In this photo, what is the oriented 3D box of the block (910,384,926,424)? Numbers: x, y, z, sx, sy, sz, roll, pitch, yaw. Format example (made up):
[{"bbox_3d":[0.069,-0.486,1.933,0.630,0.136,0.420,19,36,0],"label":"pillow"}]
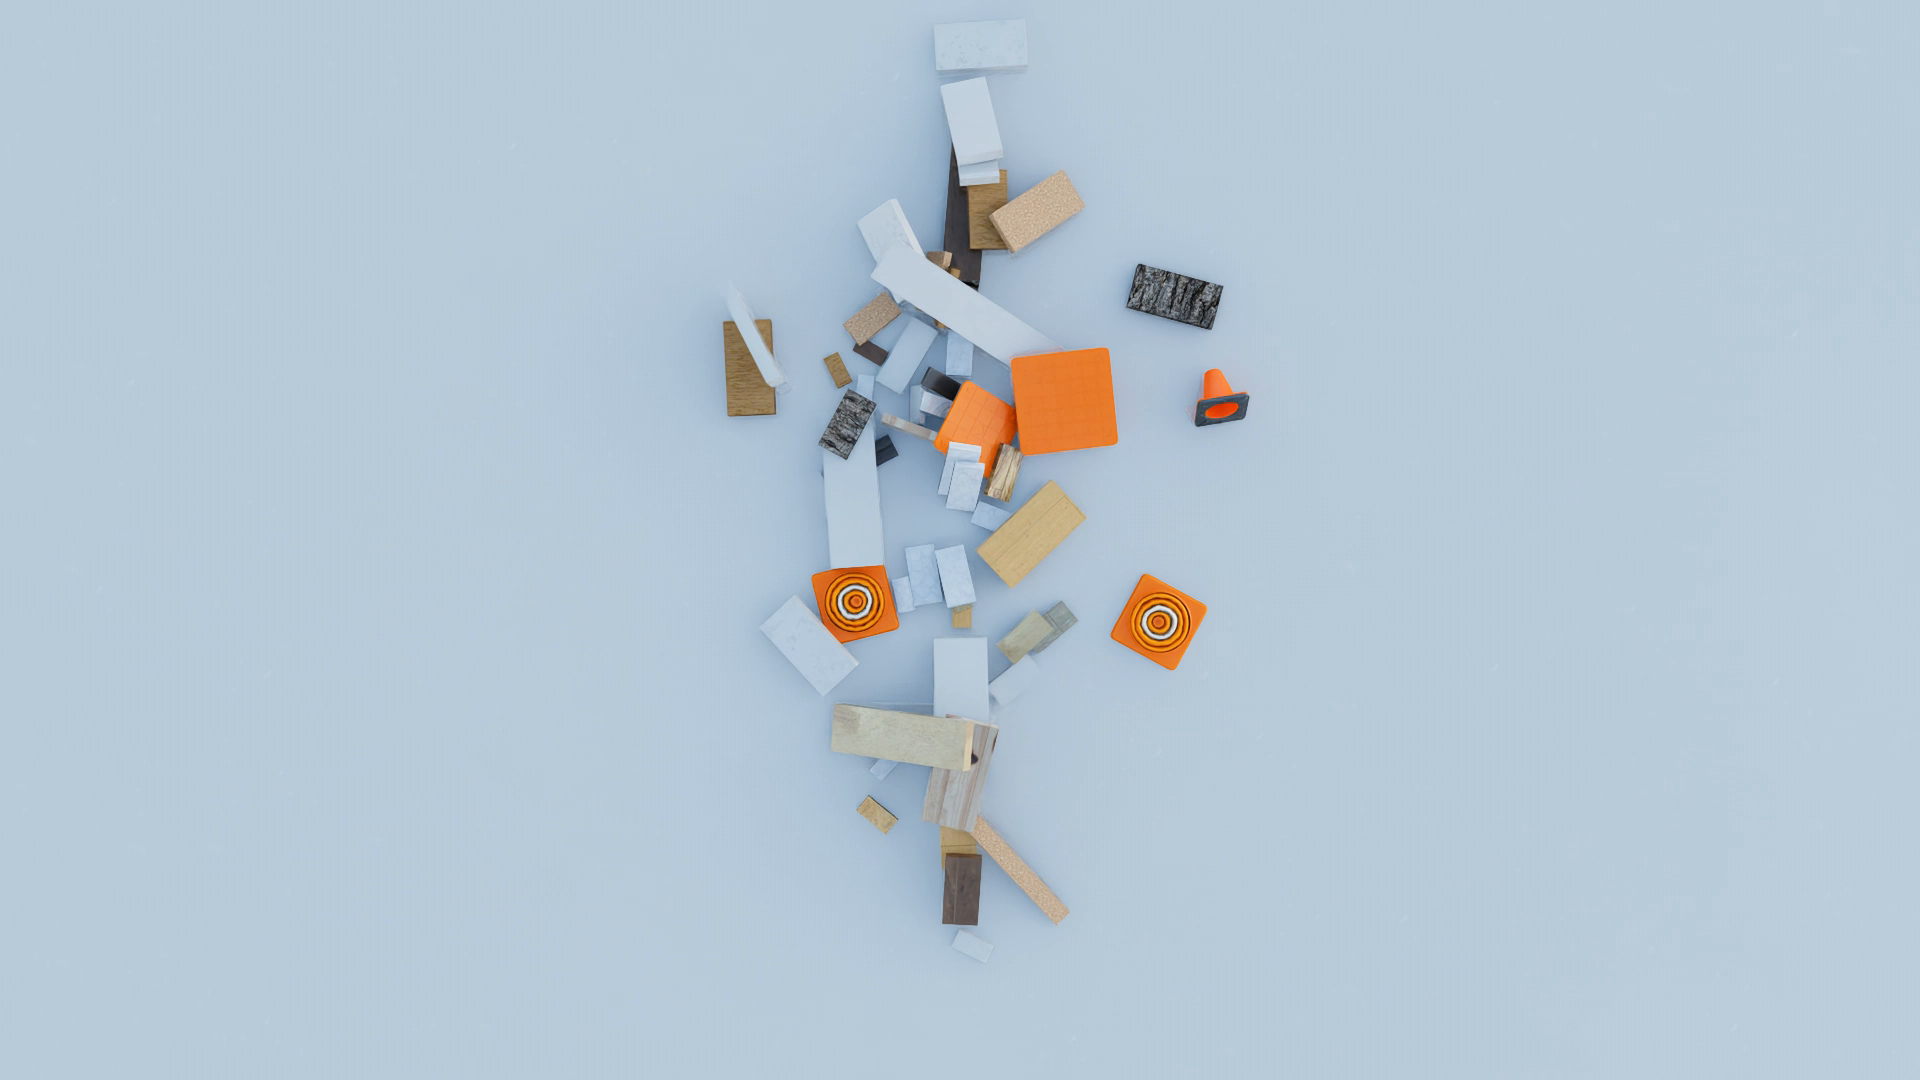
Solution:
[{"bbox_3d":[-0.141,-0.448,5.468,0.018,0.064,0.128,1,90,-33],"label":"block"}]

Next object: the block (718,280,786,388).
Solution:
[{"bbox_3d":[-0.678,-0.668,5.370,0.049,0.172,0.345,-27,90,0],"label":"block"}]

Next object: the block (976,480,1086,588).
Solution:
[{"bbox_3d":[0.235,-0.020,5.457,0.345,0.049,0.172,-43,96,-3],"label":"block"}]

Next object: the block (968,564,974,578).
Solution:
[{"bbox_3d":[0.007,0.140,5.478,0.063,0.018,0.127,6,78,1],"label":"block"}]

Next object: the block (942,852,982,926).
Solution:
[{"bbox_3d":[0.006,1.150,5.431,0.118,0.034,0.237,3,102,-1],"label":"block"}]

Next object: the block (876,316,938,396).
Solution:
[{"bbox_3d":[-0.175,-0.612,5.486,0.098,0.028,0.244,31,90,0],"label":"block"}]

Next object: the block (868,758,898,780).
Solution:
[{"bbox_3d":[-0.244,0.740,5.484,0.057,0.016,0.113,43,90,-17],"label":"block"}]

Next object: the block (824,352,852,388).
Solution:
[{"bbox_3d":[-0.407,-0.565,5.492,0.054,0.015,0.109,-26,90,0],"label":"block"}]

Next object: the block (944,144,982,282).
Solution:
[{"bbox_3d":[0.019,-1.090,5.482,0.130,0.037,0.453,5,90,0],"label":"block"}]

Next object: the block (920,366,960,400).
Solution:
[{"bbox_3d":[-0.064,-0.517,5.460,0.128,0.018,0.064,27,88,-29],"label":"block"}]

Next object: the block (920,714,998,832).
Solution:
[{"bbox_3d":[-0.001,0.755,5.344,0.175,0.050,0.351,14,95,-1],"label":"block"}]

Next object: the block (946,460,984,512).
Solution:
[{"bbox_3d":[0.016,-0.178,5.418,0.097,0.028,0.194,8,134,-5],"label":"block"}]

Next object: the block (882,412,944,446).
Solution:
[{"bbox_3d":[-0.156,-0.364,5.447,0.210,0.105,0.030,21,87,0],"label":"block"}]

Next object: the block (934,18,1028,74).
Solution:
[{"bbox_3d":[0.069,-1.639,5.479,0.303,0.043,0.152,-3,90,0],"label":"block"}]

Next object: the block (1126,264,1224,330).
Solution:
[{"bbox_3d":[0.713,-0.808,5.479,0.292,0.041,0.146,15,90,0],"label":"block"}]

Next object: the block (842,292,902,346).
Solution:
[{"bbox_3d":[-0.291,-0.735,5.478,0.179,0.025,0.090,-39,88,-5],"label":"block"}]

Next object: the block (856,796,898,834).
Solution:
[{"bbox_3d":[-0.276,0.916,5.491,0.127,0.018,0.063,39,90,0],"label":"block"}]

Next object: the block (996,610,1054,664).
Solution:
[{"bbox_3d":[0.214,0.322,5.463,0.175,0.025,0.088,-43,90,0],"label":"block"}]

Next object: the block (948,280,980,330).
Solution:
[{"bbox_3d":[0.011,-0.776,5.453,0.085,0.024,0.170,7,77,1],"label":"block"}]

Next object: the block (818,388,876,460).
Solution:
[{"bbox_3d":[-0.370,-0.380,5.416,0.105,0.030,0.210,29,89,1],"label":"block"}]

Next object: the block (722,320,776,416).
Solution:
[{"bbox_3d":[-0.699,-0.571,5.478,0.156,0.044,0.312,-3,90,0],"label":"block"}]

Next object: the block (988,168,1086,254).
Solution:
[{"bbox_3d":[0.255,-1.085,5.441,0.292,0.041,0.146,-34,98,-11],"label":"block"}]

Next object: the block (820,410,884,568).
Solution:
[{"bbox_3d":[-0.357,-0.172,5.452,0.172,0.049,0.523,-4,89,0],"label":"block"}]

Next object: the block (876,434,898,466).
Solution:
[{"bbox_3d":[-0.290,-0.281,5.488,0.155,0.022,0.077,-27,89,0],"label":"block"}]

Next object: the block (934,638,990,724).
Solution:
[{"bbox_3d":[0.005,0.500,5.420,0.175,0.050,0.351,-1,79,0],"label":"block"}]

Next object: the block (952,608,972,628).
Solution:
[{"bbox_3d":[0.007,0.228,5.491,0.063,0.018,0.127,1,90,0],"label":"block"}]

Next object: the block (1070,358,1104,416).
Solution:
[{"bbox_3d":[0.424,-0.510,5.487,0.090,0.025,0.179,-8,90,0],"label":"block"}]

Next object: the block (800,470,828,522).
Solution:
[{"bbox_3d":[-0.459,-0.146,5.489,0.077,0.022,0.155,-34,90,0],"label":"block"}]

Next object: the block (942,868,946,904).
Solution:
[{"bbox_3d":[-0.004,1.047,5.483,0.118,0.034,0.377,0,90,0],"label":"block"}]

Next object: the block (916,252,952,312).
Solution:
[{"bbox_3d":[-0.088,-0.855,5.454,0.028,0.098,0.196,12,90,-40],"label":"block"}]

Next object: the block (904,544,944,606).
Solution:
[{"bbox_3d":[-0.120,0.115,5.486,0.097,0.028,0.194,-9,90,0],"label":"block"}]

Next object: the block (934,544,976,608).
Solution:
[{"bbox_3d":[-0.015,0.121,5.440,0.097,0.028,0.194,-13,79,-3],"label":"block"}]

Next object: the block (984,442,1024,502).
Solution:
[{"bbox_3d":[0.148,-0.223,5.466,0.090,0.025,0.179,18,90,-32],"label":"block"}]

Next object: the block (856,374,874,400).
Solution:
[{"bbox_3d":[-0.317,-0.494,5.492,0.054,0.015,0.109,7,90,0],"label":"block"}]

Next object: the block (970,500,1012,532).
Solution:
[{"bbox_3d":[0.129,-0.063,5.489,0.172,0.022,0.077,22,90,0],"label":"block"}]

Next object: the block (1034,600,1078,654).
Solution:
[{"bbox_3d":[0.299,0.290,5.488,0.175,0.025,0.088,-40,90,0],"label":"block"}]

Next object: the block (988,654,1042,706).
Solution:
[{"bbox_3d":[0.182,0.466,5.488,0.175,0.025,0.088,-39,90,0],"label":"block"}]

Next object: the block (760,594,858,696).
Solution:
[{"bbox_3d":[-0.499,0.350,5.464,0.156,0.044,0.312,-43,90,11],"label":"block"}]

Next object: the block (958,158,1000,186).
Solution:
[{"bbox_3d":[0.051,-1.287,5.427,0.130,0.037,0.259,-5,65,-2],"label":"block"}]

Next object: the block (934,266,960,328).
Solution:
[{"bbox_3d":[-0.043,-0.800,5.428,0.028,0.098,0.196,12,104,-11],"label":"block"}]

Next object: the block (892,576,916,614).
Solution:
[{"bbox_3d":[-0.188,0.182,5.479,0.057,0.016,0.113,-12,90,30],"label":"block"}]

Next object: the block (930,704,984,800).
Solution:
[{"bbox_3d":[-0.005,0.676,5.436,0.176,0.050,0.351,2,79,0],"label":"block"}]

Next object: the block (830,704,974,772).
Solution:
[{"bbox_3d":[-0.192,0.637,5.356,0.505,0.044,0.156,4,90,30],"label":"block"}]

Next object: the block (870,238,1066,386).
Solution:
[{"bbox_3d":[0.030,-0.739,5.382,0.670,0.041,0.146,31,100,-15],"label":"block"}]

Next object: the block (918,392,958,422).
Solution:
[{"bbox_3d":[-0.075,-0.442,5.458,0.128,0.018,0.064,17,82,-28],"label":"block"}]

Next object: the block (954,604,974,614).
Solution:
[{"bbox_3d":[-0.010,0.174,5.453,0.063,0.018,0.127,-21,79,-4],"label":"block"}]

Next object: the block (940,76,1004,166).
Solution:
[{"bbox_3d":[0.038,-1.376,5.418,0.152,0.043,0.303,-12,66,0],"label":"block"}]

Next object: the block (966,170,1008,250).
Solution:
[{"bbox_3d":[0.091,-1.090,5.446,0.130,0.037,0.259,-2,91,-9],"label":"block"}]

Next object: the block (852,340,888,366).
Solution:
[{"bbox_3d":[-0.298,-0.628,5.492,0.109,0.015,0.054,30,90,0],"label":"block"}]

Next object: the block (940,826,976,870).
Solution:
[{"bbox_3d":[-0.006,0.964,5.450,0.118,0.034,0.237,-2,90,0],"label":"block"}]

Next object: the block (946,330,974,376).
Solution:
[{"bbox_3d":[0.000,-0.629,5.464,0.085,0.024,0.170,4,91,0],"label":"block"}]

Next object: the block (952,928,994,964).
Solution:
[{"bbox_3d":[0.042,1.351,5.491,0.127,0.018,0.063,26,90,0],"label":"block"}]

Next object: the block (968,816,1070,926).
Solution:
[{"bbox_3d":[0.170,1.069,5.449,0.063,0.018,0.516,-44,98,-9],"label":"block"}]

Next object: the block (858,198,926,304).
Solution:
[{"bbox_3d":[-0.208,-0.952,5.439,0.152,0.043,0.303,-26,90,35],"label":"block"}]

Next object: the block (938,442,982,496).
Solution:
[{"bbox_3d":[-0.003,-0.229,5.410,0.105,0.030,0.210,8,135,-7],"label":"block"}]
